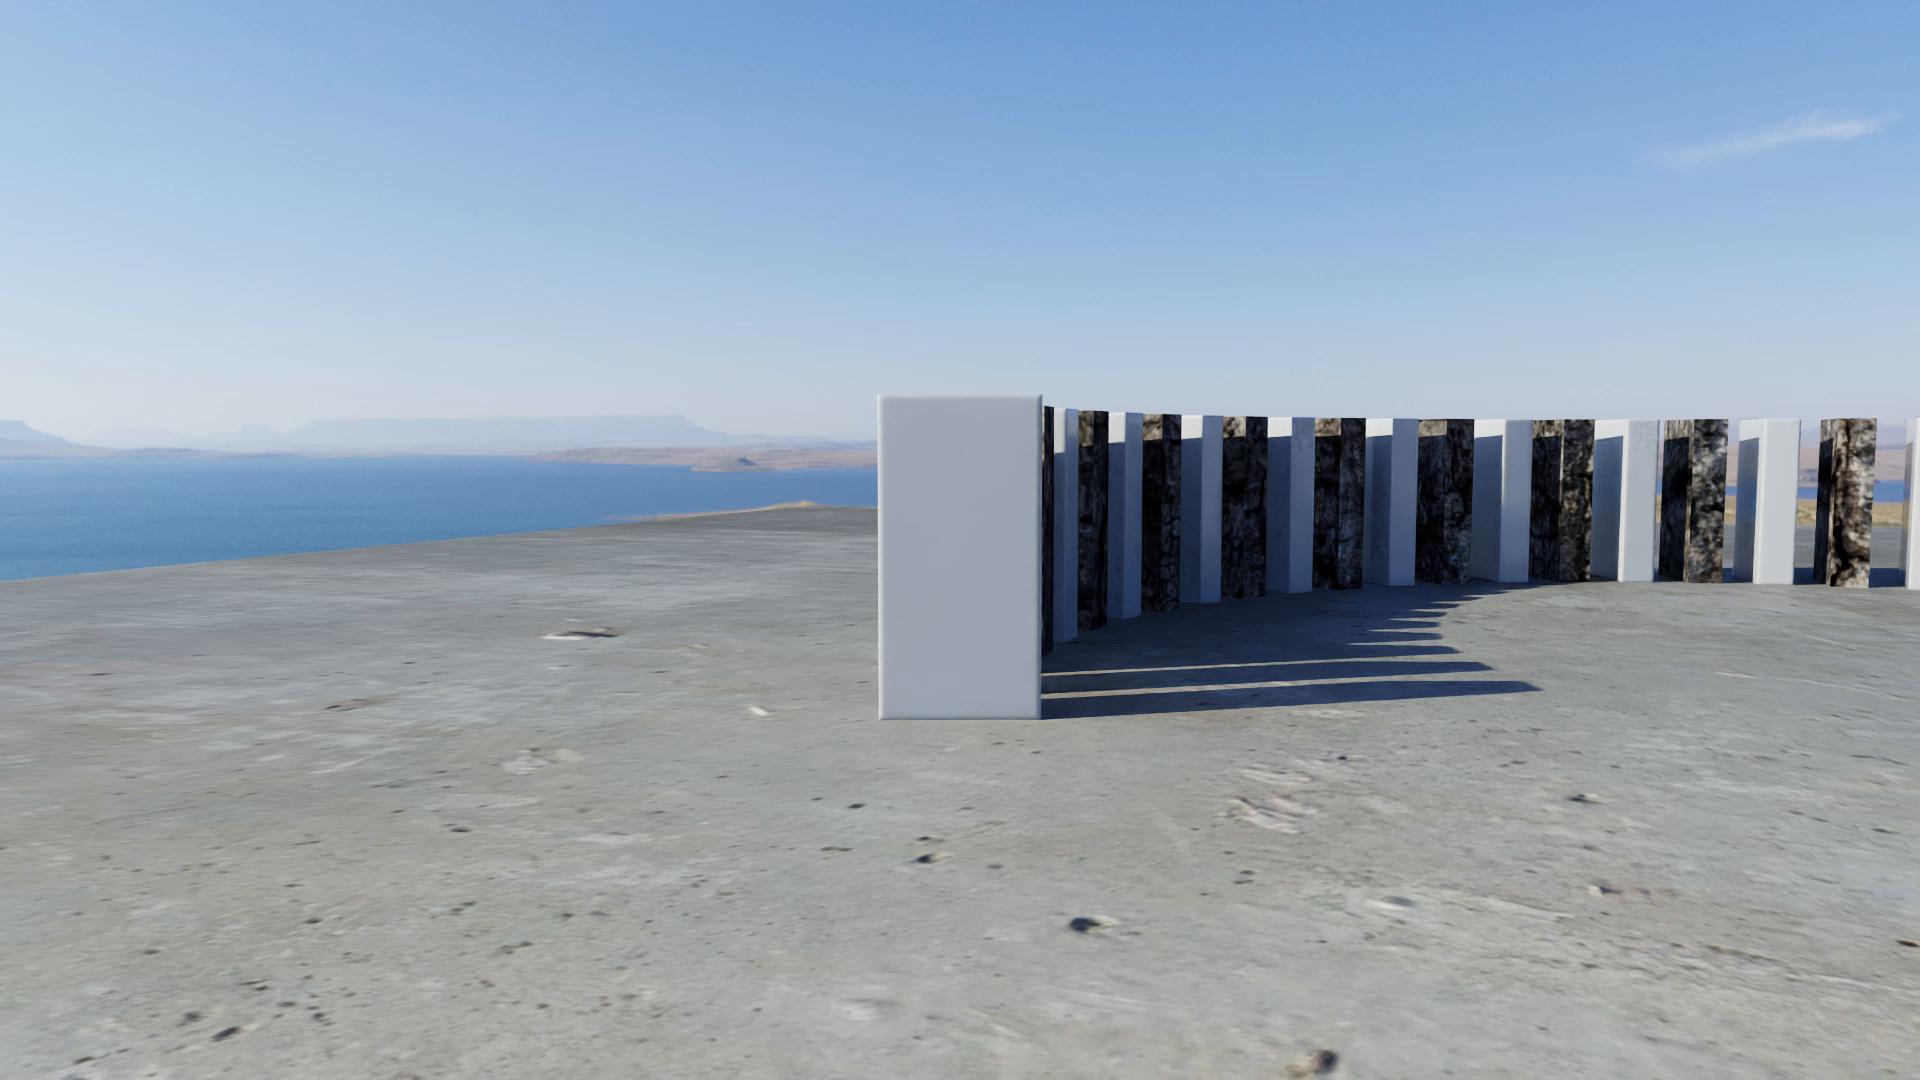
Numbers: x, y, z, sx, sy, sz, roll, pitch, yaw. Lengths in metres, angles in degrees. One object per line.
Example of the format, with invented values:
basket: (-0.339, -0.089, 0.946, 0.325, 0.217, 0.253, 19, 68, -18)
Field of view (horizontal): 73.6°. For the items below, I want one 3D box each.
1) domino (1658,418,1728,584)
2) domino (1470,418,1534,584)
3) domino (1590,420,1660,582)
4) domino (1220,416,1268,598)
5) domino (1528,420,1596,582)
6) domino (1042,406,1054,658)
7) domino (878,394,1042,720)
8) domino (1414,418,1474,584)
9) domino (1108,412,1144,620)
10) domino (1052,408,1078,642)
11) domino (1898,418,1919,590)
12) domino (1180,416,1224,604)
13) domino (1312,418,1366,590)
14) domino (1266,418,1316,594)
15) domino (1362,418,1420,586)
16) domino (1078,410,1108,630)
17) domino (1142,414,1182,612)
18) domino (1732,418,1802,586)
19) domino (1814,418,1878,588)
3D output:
domino: (0.230, -0.013, 0.402, 0.009, 0.050, 0.025, 1, 4, 10)
domino: (0.168, -0.013, 0.403, 0.010, 0.050, 0.025, -1, 4, -8)
domino: (0.209, -0.013, 0.405, 0.009, 0.050, 0.025, 0, 4, 4)
domino: (0.074, -0.010, 0.363, 0.010, 0.050, 0.025, -3, 5, -38)
domino: (0.188, -0.013, 0.405, 0.010, 0.050, 0.025, 0, 4, -2)
domino: (0.006, -0.002, 0.262, 0.025, 0.050, 0.009, 1, 4, 16)
domino: (0.000, 0.002, 0.201, 0.025, 0.050, 0.009, 0, 4, 0)
domino: (0.148, -0.012, 0.399, 0.010, 0.050, 0.025, -1, 4, -14)
domino: (0.032, -0.006, 0.318, 0.025, 0.050, 0.010, 3, 5, 34)
domino: (0.013, -0.004, 0.282, 0.025, 0.050, 0.010, 2, 5, 22)
domino: (0.288, -0.011, 0.381, 0.010, 0.050, 0.025, 3, 5, 31)
domino: (0.058, -0.009, 0.350, 0.010, 0.050, 0.025, -4, 6, -44)
domino: (0.109, -0.011, 0.385, 0.009, 0.050, 0.025, -2, 5, -26)
domino: (0.091, -0.011, 0.375, 0.010, 0.050, 0.025, -3, 5, -32)
domino: (0.128, -0.012, 0.393, 0.010, 0.050, 0.025, -2, 5, -20)
domino: (0.021, -0.005, 0.300, 0.025, 0.050, 0.010, 2, 5, 27)
domino: (0.044, -0.008, 0.335, 0.025, 0.050, 0.010, 4, 6, 40)
domino: (0.250, -0.012, 0.398, 0.009, 0.050, 0.025, 1, 4, 16)
domino: (0.269, -0.012, 0.391, 0.009, 0.050, 0.025, 2, 5, 24)
